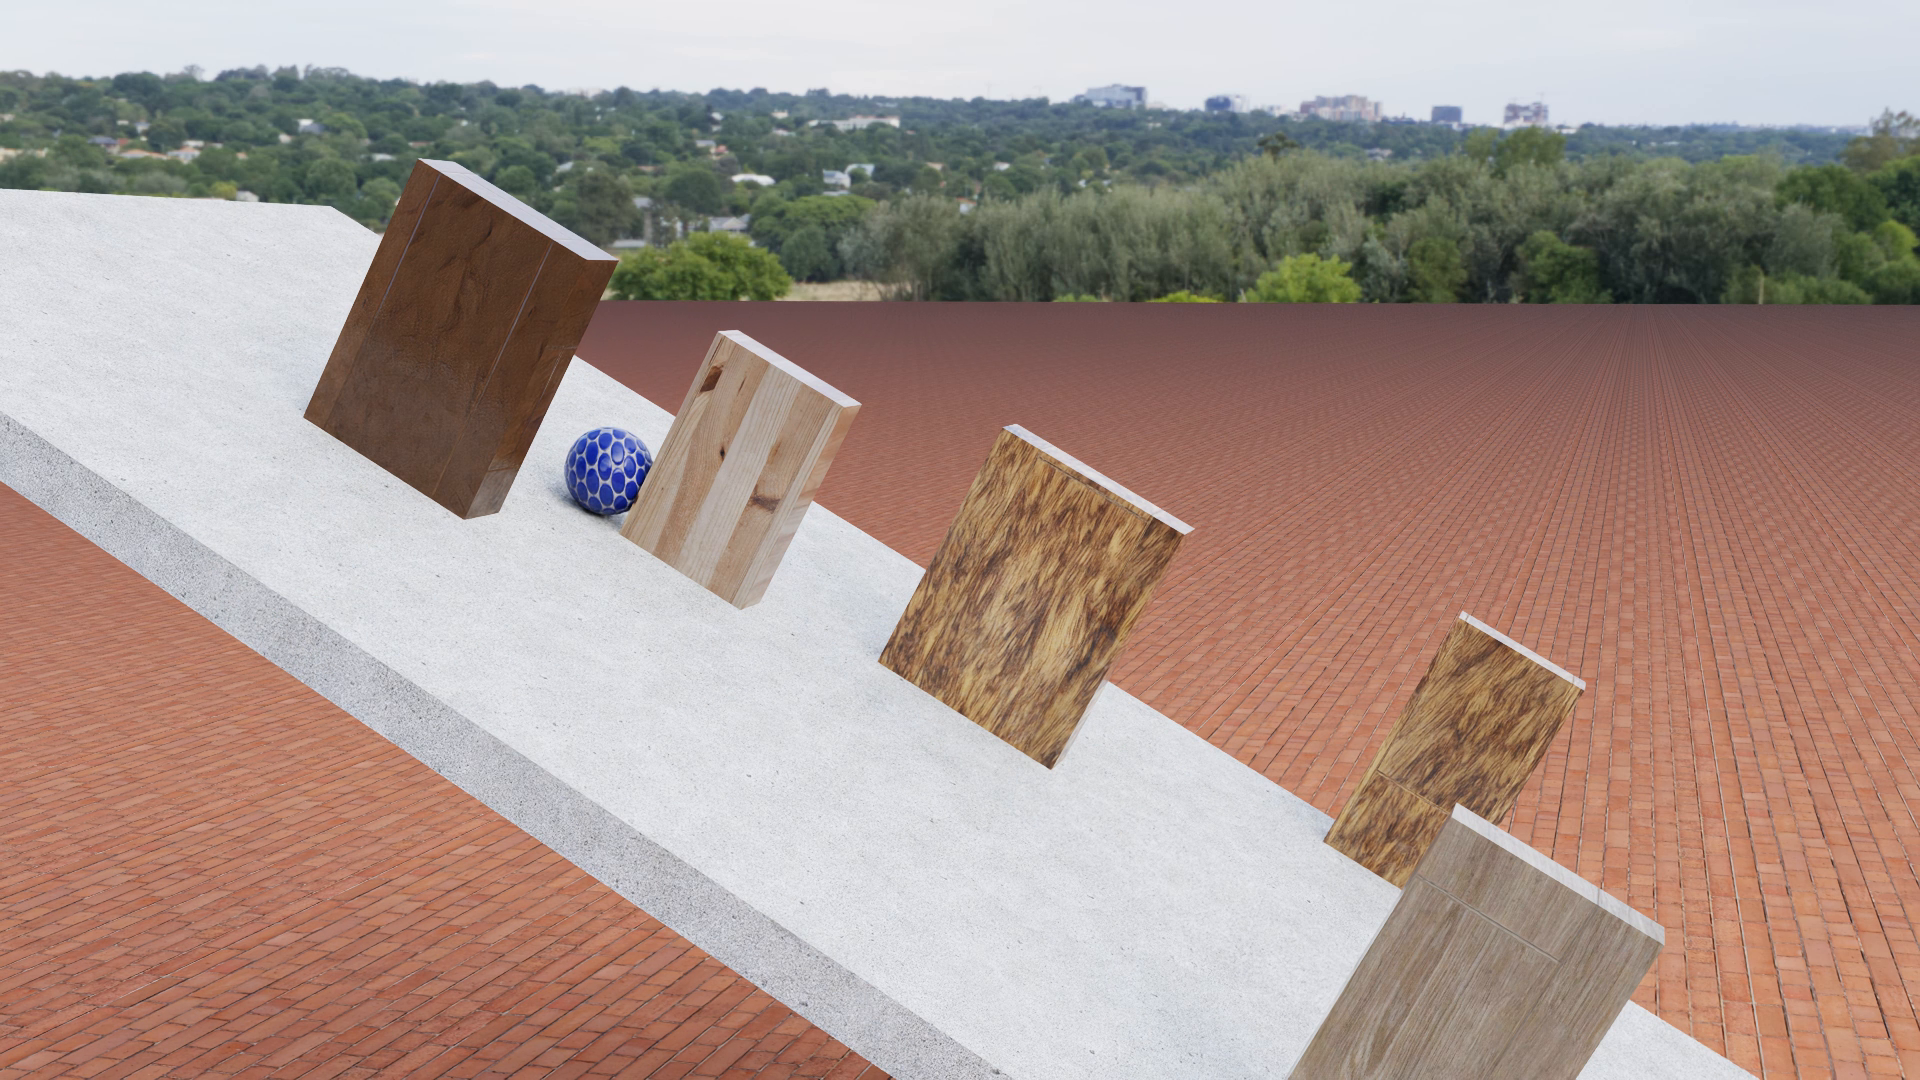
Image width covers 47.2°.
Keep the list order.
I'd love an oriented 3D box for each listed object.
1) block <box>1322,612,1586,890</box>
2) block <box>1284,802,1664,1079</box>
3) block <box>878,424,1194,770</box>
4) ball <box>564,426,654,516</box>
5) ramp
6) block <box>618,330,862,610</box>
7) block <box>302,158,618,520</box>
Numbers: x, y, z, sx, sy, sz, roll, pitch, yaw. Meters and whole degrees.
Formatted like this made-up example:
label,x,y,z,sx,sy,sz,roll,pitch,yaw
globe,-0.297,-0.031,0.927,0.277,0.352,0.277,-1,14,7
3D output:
label,x,y,z,sx,sy,sz,roll,pitch,yaw
block,1.045,0.473,4.662,0.292,0.569,0.096,31,14,11
block,0.688,0.712,3.104,0.325,0.595,0.086,31,14,11
block,0.144,0.110,4.303,0.408,0.537,0.101,31,14,11
ball,-0.691,-0.136,4.333,0.175,0.175,0.175,0,7,0
ramp,-0.206,0.341,4.139,4.000,0.100,2.000,31,14,11
block,-0.428,-0.137,4.265,0.292,0.451,0.098,31,14,11
block,-0.910,-0.364,3.994,0.373,0.530,0.127,31,14,11
